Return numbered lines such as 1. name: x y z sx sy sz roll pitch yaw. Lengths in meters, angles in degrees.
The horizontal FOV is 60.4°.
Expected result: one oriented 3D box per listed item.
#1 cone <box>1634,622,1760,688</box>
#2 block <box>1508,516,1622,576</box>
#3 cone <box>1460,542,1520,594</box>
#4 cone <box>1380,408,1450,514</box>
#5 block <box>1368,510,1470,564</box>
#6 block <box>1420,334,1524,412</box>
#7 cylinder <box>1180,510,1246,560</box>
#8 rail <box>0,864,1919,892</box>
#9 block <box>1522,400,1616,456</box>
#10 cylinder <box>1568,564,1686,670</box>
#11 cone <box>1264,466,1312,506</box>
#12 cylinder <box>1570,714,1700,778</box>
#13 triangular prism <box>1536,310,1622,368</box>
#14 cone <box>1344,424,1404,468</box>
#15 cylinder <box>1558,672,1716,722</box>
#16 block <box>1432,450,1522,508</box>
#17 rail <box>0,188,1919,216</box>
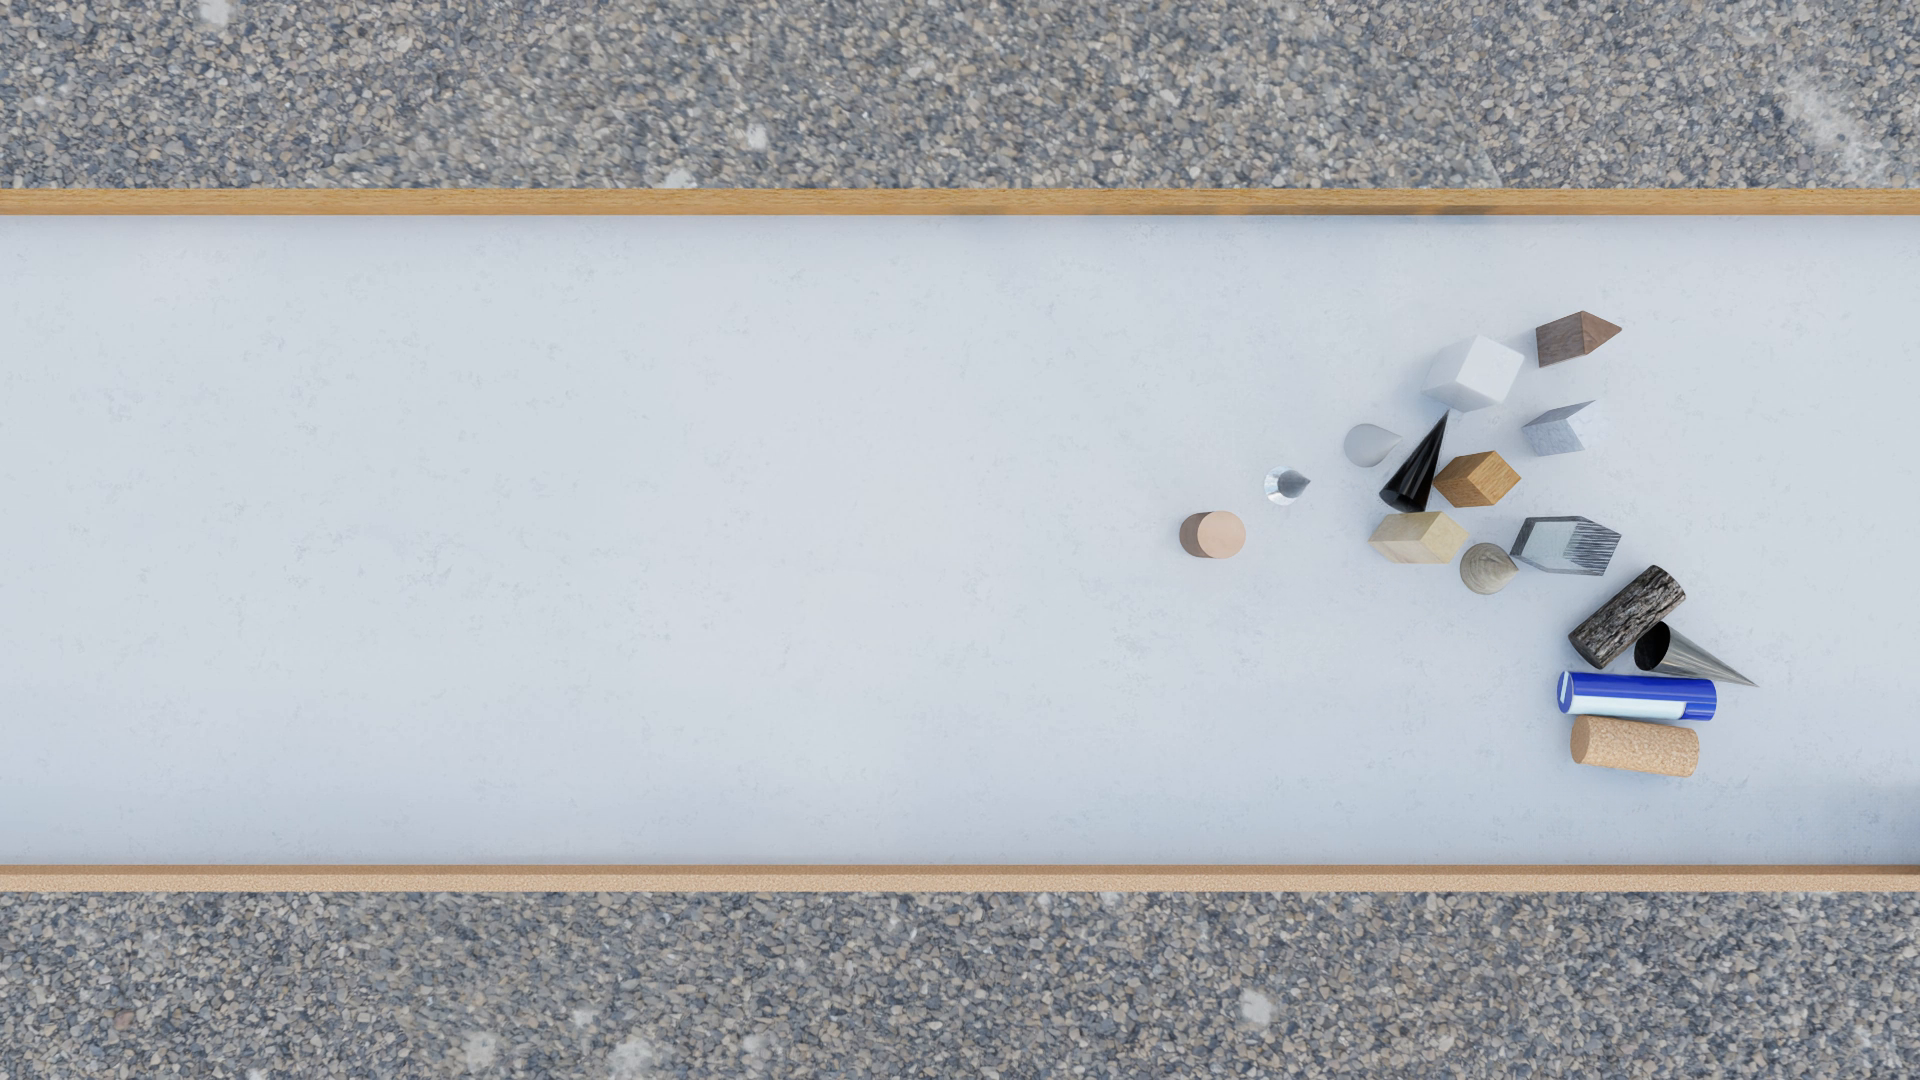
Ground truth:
1. cone: 2.281 0.387 5.037 0.401 0.160 0.160 20 90 -11
2. block: 1.774 0.016 4.853 0.128 0.447 0.128 25 90 0
3. cone: 1.619 0.089 4.923 0.162 0.308 0.162 0 90 0
4. cone: 1.425 -0.261 5.040 0.148 0.148 0.350 30 78 0
5. block: 1.350 -0.006 4.876 0.107 0.383 0.107 38 84 -6
6. block: 1.515 -0.490 4.894 0.149 0.365 0.149 26 90 0
7. cylinder: 0.743 -0.015 4.880 0.138 0.394 0.138 0 90 0
8. rail: -2.247 1.025 5.001 12.000 0.150 0.050 0 90 0
9. block: 1.798 -0.328 4.885 0.105 0.383 0.105 -32 90 0
10. cylinder: 2.024 0.235 5.006 0.329 0.141 0.141 -40 90 0
11. cone: 0.998 -0.168 4.881 0.123 0.391 0.123 0 90 0
12. cylinder: 2.044 0.625 5.002 0.331 0.150 0.150 7 90 0
13. triangular prism: 1.806 -0.610 4.891 0.126 0.372 0.109 -35 90 0
14. cone: 1.250 -0.291 4.863 0.137 0.426 0.137 0 90 0
15. cylinder: 2.055 0.475 5.013 0.434 0.128 0.128 3 90 0
16. block: 1.525 -0.177 4.891 0.111 0.371 0.111 -44 90 0
17. rail: -2.247 -1.025 5.002 12.000 0.150 0.050 0 90 0
